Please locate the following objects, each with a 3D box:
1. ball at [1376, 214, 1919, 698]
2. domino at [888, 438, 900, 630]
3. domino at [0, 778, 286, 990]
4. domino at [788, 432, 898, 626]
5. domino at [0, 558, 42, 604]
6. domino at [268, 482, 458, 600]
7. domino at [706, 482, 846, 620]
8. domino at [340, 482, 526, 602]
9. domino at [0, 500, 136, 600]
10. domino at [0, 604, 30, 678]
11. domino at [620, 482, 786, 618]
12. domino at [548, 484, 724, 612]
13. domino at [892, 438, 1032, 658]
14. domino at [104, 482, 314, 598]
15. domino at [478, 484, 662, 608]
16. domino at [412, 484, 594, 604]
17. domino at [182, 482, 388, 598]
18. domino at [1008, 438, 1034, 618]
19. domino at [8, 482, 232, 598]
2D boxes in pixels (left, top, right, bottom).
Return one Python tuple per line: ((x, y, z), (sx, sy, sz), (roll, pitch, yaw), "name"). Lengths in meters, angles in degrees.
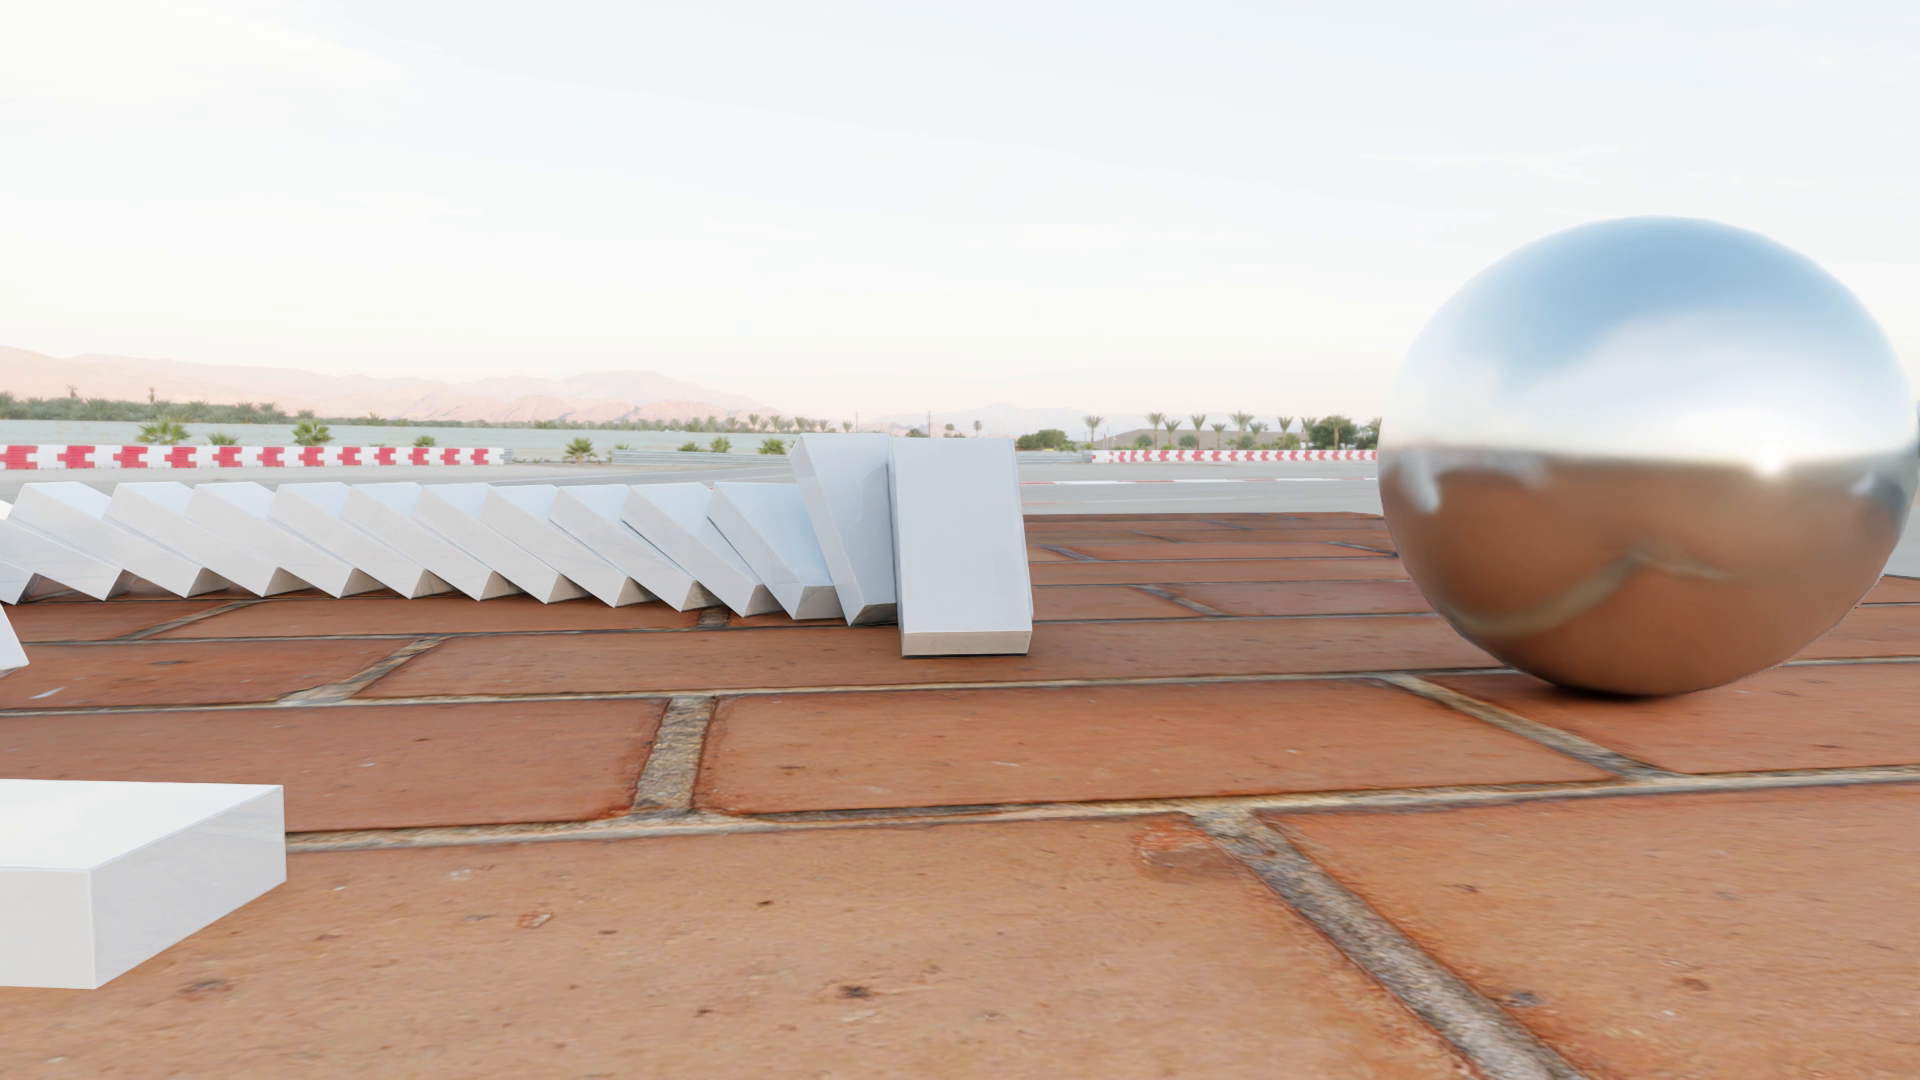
((0.112, -0.014, 0.217), (0.080, 0.080, 0.080), (0, 4, 0), "ball")
((-0.003, -0.002, 0.305), (0.025, 0.050, 0.010), (-1, -37, -7), "domino")
((-0.092, 0.029, 0.114), (0.050, 0.010, 0.025), (0, 4, 4), "domino")
((-0.022, -0.004, 0.314), (0.025, 0.050, 0.009), (-3, -33, -34), "domino")
((-0.273, 0.001, 0.339), (0.050, 0.010, 0.025), (30, -10, -27), "domino")
((-0.167, -0.001, 0.367), (0.050, 0.010, 0.025), (28, 10, 9), "domino")
((-0.042, 0.002, 0.325), (0.025, 0.010, 0.050), (0, 31, -39), "domino")
((-0.146, 0.000, 0.363), (0.050, 0.009, 0.025), (29, 11, 13), "domino")
((-0.255, 0.000, 0.351), (0.050, 0.010, 0.025), (29, -6, -20), "domino")
((-0.115, 0.019, 0.114), (0.050, 0.010, 0.025), (-24, 2, 5), "domino")
((-0.062, 0.002, 0.334), (0.050, 0.009, 0.025), (35, 22, 28), "domino")
((-0.083, 0.001, 0.343), (0.050, 0.009, 0.025), (31, 17, 22), "domino")
((0.000, 0.001, 0.267), (0.025, 0.050, 0.009), (0, -37, -6), "domino")
((-0.212, -0.001, 0.366), (0.050, 0.010, 0.025), (27, 5, 1), "domino")
((-0.104, 0.001, 0.351), (0.050, 0.010, 0.025), (30, 15, 18), "domino")
((-0.124, 0.000, 0.358), (0.050, 0.010, 0.025), (30, 14, 17), "domino")
((-0.190, -0.001, 0.366), (0.050, 0.010, 0.025), (27, 6, 2), "domino")
((0.001, -0.001, 0.293), (0.025, 0.050, 0.010), (0, -37, -6), "domino")
((-0.234, 0.000, 0.362), (0.050, 0.009, 0.025), (27, 1, -7), "domino")
